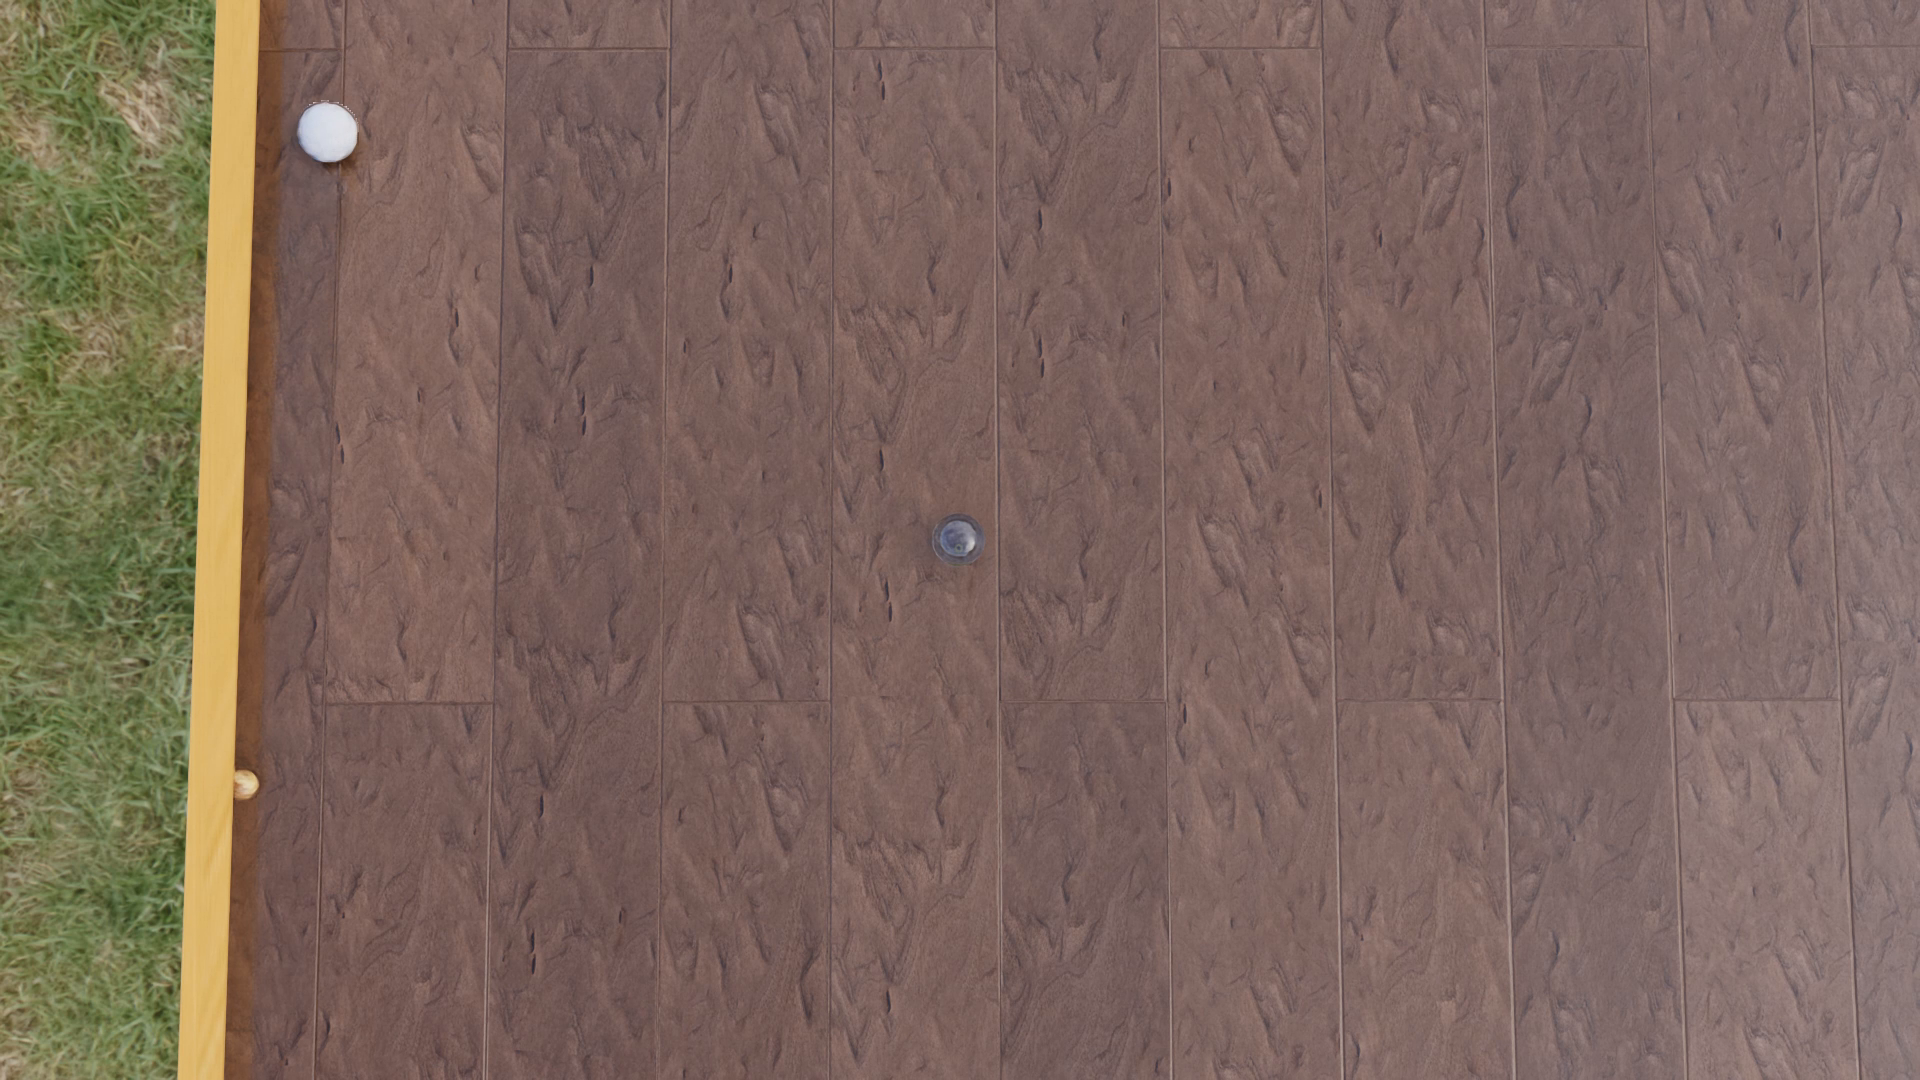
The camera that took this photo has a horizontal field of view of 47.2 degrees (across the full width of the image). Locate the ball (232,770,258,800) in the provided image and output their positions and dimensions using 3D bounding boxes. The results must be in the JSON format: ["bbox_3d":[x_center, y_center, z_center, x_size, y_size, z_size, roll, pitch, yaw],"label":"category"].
[{"bbox_3d":[-1.052,0.359,3.227,0.045,0.045,0.045,0,84,0],"label":"ball"}]

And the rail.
[{"bbox_3d":[-1.078,0.000,3.231,0.045,0.114,2.476,0,84,0],"label":"rail"}]

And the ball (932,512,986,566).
[{"bbox_3d":[-0.002,-0.001,3.249,0.079,0.079,0.079,0,84,0],"label":"ball"}]

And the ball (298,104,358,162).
[{"bbox_3d":[-0.953,-0.613,3.313,0.088,0.088,0.088,0,84,0],"label":"ball"}]
